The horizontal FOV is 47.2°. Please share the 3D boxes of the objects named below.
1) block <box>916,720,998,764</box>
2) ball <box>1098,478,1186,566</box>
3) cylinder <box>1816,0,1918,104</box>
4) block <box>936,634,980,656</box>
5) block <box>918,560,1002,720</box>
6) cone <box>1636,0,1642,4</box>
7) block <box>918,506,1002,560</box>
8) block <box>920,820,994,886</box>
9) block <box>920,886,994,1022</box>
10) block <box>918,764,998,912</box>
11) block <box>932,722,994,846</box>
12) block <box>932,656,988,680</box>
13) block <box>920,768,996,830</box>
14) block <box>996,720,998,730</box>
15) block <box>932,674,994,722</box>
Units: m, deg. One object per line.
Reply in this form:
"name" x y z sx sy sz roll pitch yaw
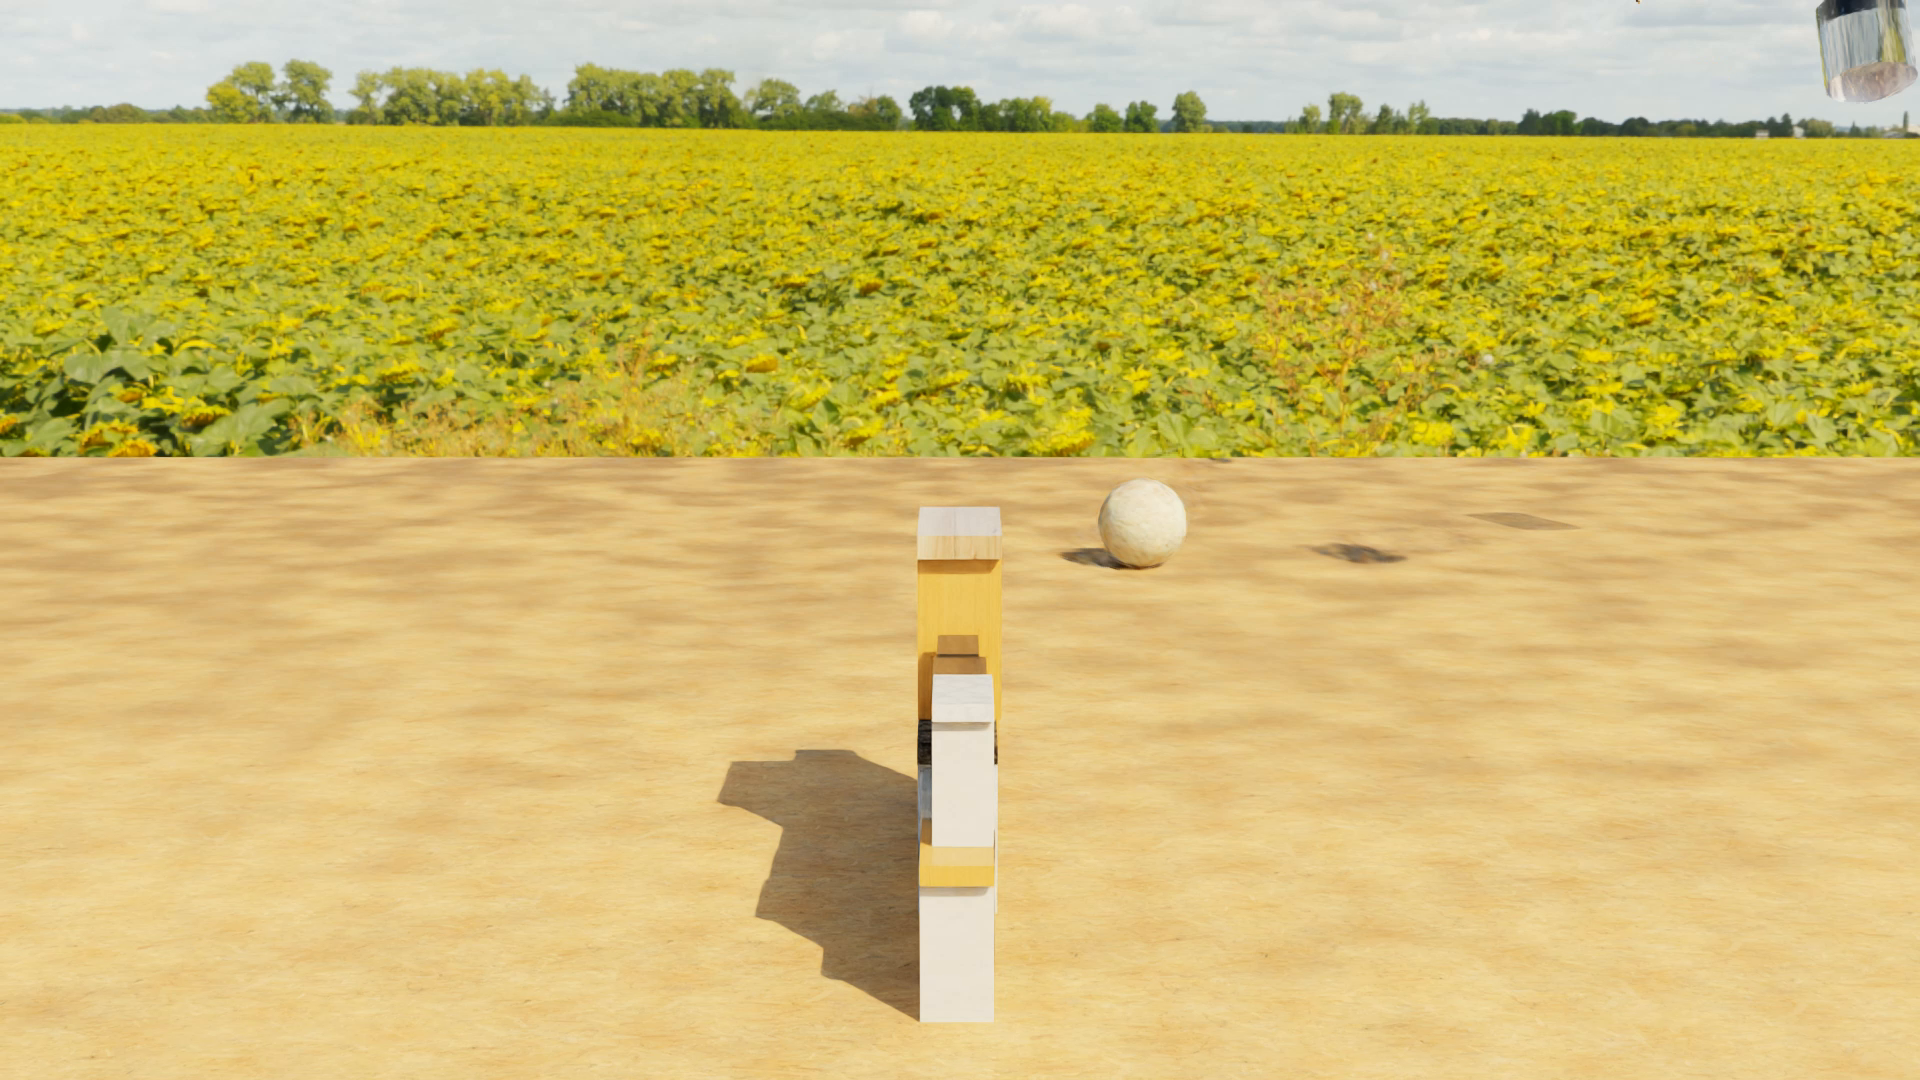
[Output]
"block" -0.004 0.317 3.630 0.129 0.036 0.257 0 11 0
"ball" 0.532 -0.051 6.414 0.258 0.258 0.258 0 11 0
"cylinder" 2.122 -1.161 5.149 0.200 0.200 0.200 0 -17 0
"block" -0.003 0.176 3.515 0.066 0.019 0.132 0 11 0
"block" -0.001 0.158 3.630 0.138 0.275 0.039 0 11 0
"cone" 2.103 -1.741 6.787 0.242 0.242 0.242 10 -29 6
"block" -0.001 -0.013 3.692 0.138 0.039 0.275 0 11 0
"block" -0.004 0.451 3.181 0.105 0.030 0.211 0 11 0
"block" -0.004 0.582 3.134 0.105 0.211 0.030 0 11 0
"block" -0.004 0.477 3.573 0.129 0.257 0.036 0 11 0
"block" 0.004 0.345 3.152 0.088 0.190 0.025 0 11 0
"block" 0.000 0.209 3.365 0.082 0.023 0.165 0 11 0
"block" -0.003 0.398 3.396 0.111 0.031 0.222 0 11 0
"block" -0.002 0.174 3.820 0.138 0.375 0.039 0 11 0
"block" 0.004 0.229 3.190 0.088 0.025 0.176 0 11 0
